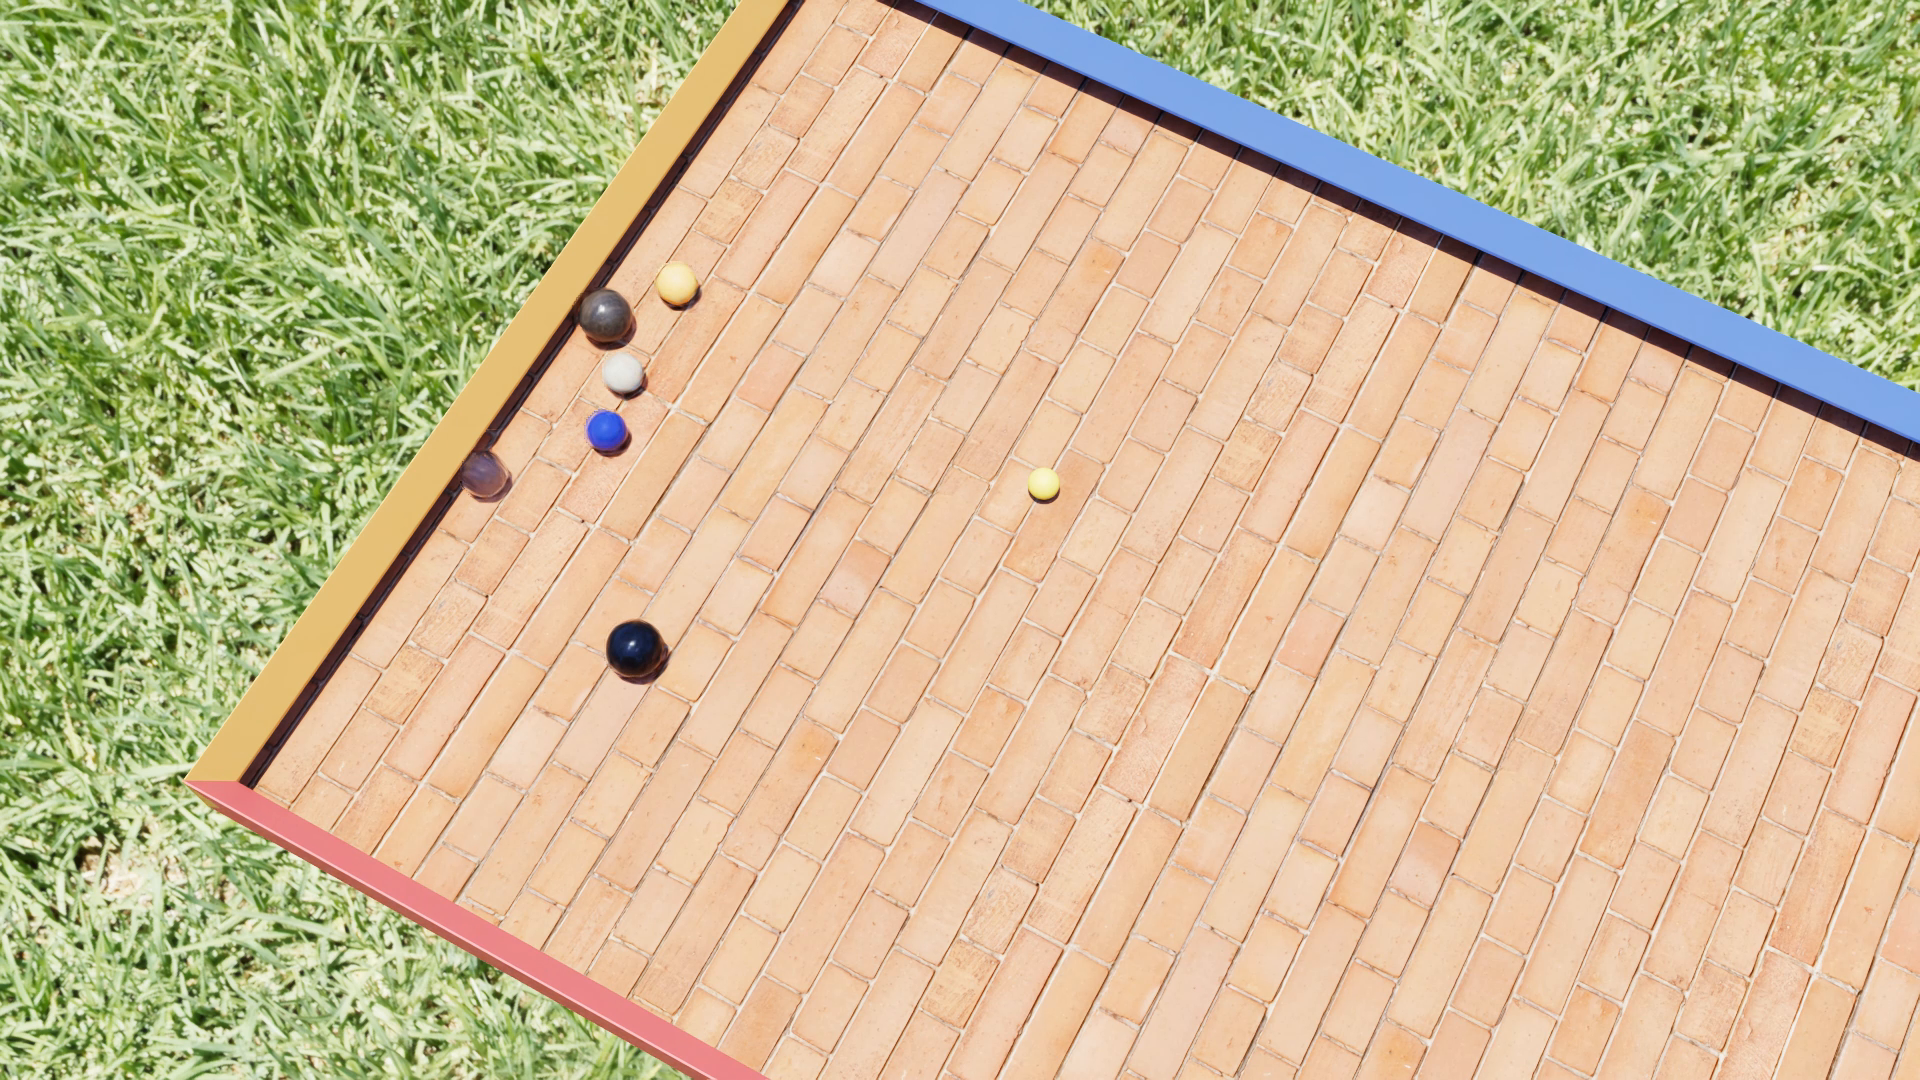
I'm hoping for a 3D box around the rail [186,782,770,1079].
[{"bbox_3d":[0.286,1.076,3.033,3.271,0.120,0.045,26,68,11],"label":"rail"}]

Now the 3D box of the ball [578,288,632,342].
[{"bbox_3d":[-0.597,-0.378,3.703,0.089,0.089,0.089,0,66,0],"label":"ball"}]

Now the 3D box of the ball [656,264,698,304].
[{"bbox_3d":[-0.481,-0.435,3.739,0.070,0.070,0.070,0,66,0],"label":"ball"}]

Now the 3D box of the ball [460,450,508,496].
[{"bbox_3d":[-0.777,-0.108,3.589,0.075,0.075,0.075,0,66,0],"label":"ball"}]

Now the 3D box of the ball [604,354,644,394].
[{"bbox_3d":[-0.561,-0.278,3.670,0.068,0.068,0.068,0,66,0],"label":"ball"}]

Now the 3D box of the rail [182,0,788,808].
[{"bbox_3d":[-0.699,-0.354,3.674,0.045,0.120,1.869,26,68,11],"label":"rail"}]

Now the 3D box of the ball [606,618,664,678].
[{"bbox_3d":[-0.511,0.170,3.455,0.092,0.092,0.092,0,66,0],"label":"ball"}]

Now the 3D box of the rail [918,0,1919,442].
[{"bbox_3d":[1.153,-0.386,3.689,3.271,0.120,0.045,26,68,11],"label":"rail"}]

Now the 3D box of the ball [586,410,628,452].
[{"bbox_3d":[-0.582,-0.179,3.625,0.068,0.068,0.068,0,66,0],"label":"ball"}]

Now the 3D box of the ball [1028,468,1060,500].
[{"bbox_3d":[0.137,-0.092,3.594,0.053,0.053,0.053,0,66,0],"label":"ball"}]
